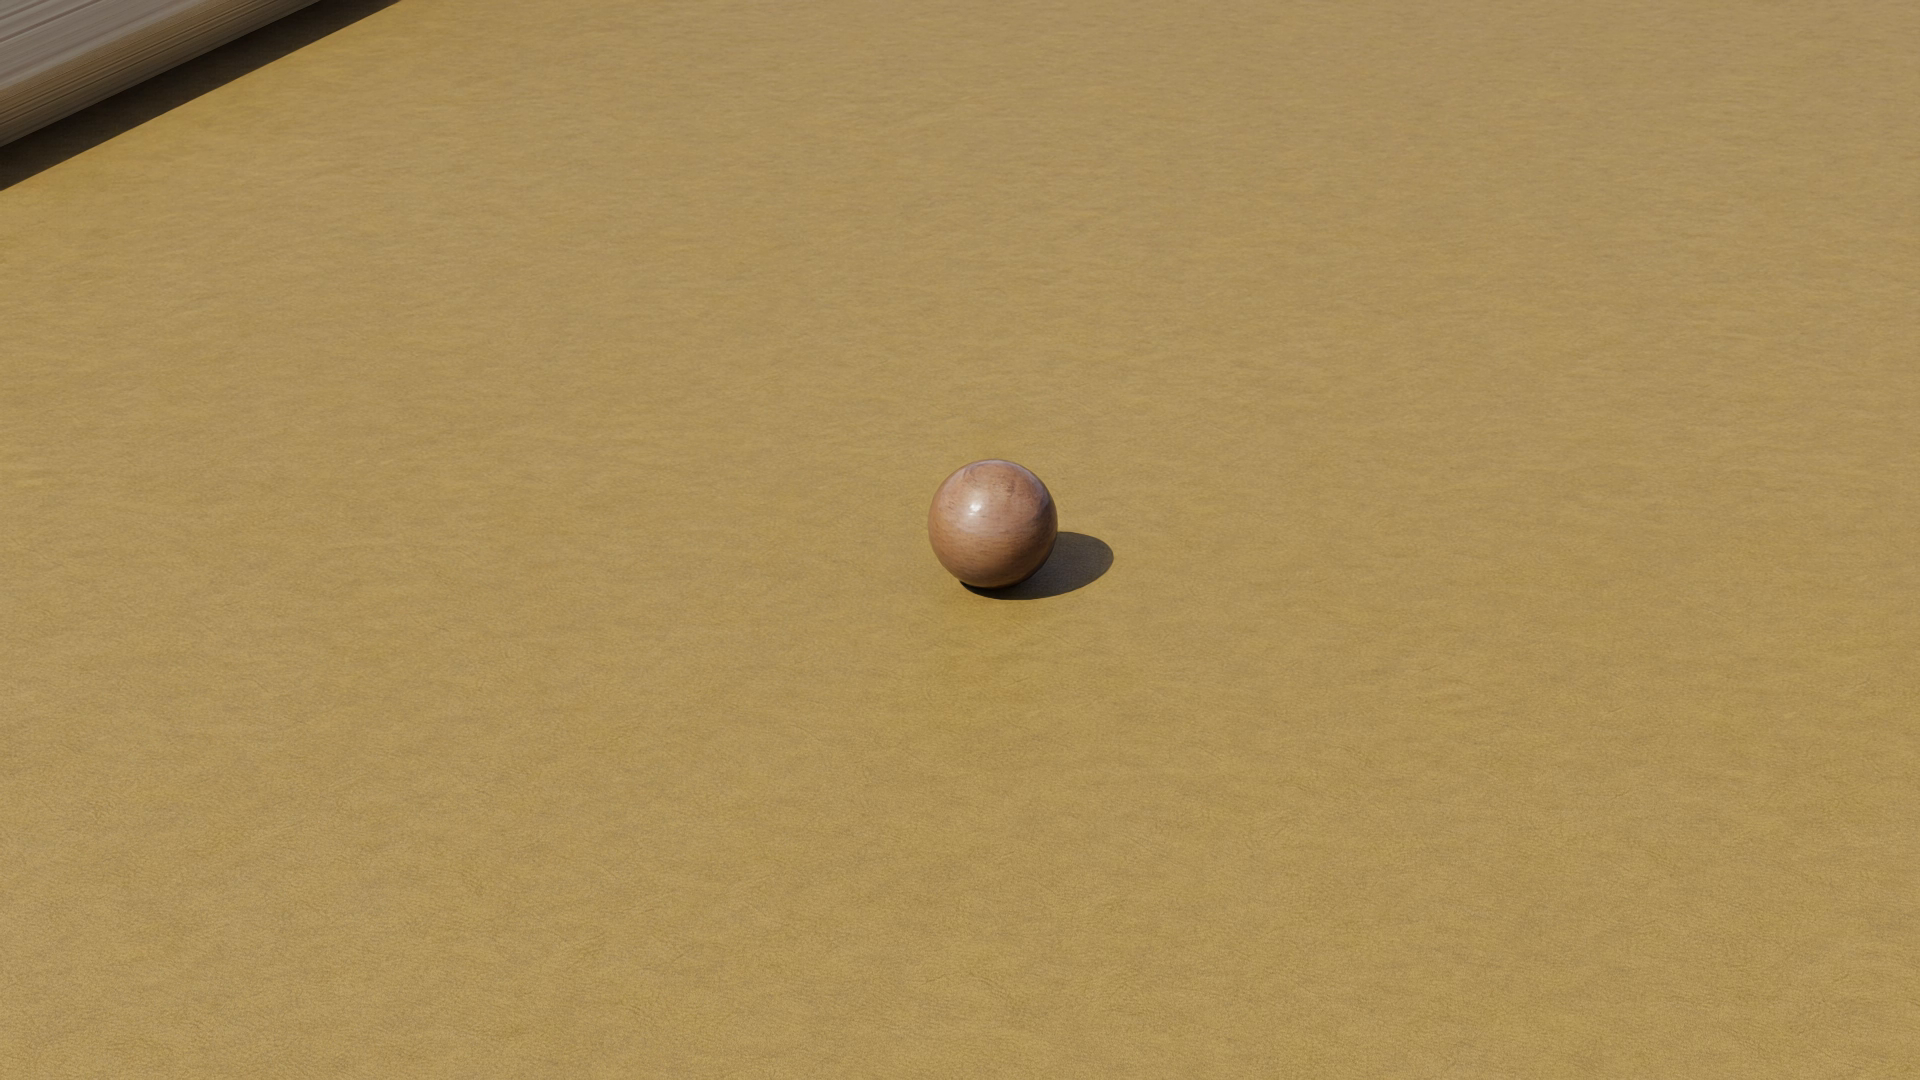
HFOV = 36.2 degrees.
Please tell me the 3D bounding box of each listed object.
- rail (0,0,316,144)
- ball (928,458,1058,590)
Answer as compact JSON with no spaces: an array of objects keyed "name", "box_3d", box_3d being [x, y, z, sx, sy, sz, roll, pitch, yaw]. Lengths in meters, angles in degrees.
[{"name":"rail","box_3d":[-0.539,-0.606,2.828,0.045,0.121,3.677,12,30,22]},{"name":"ball","box_3d":[0.019,-0.009,1.730,0.077,0.077,0.077,0,27,0]}]
